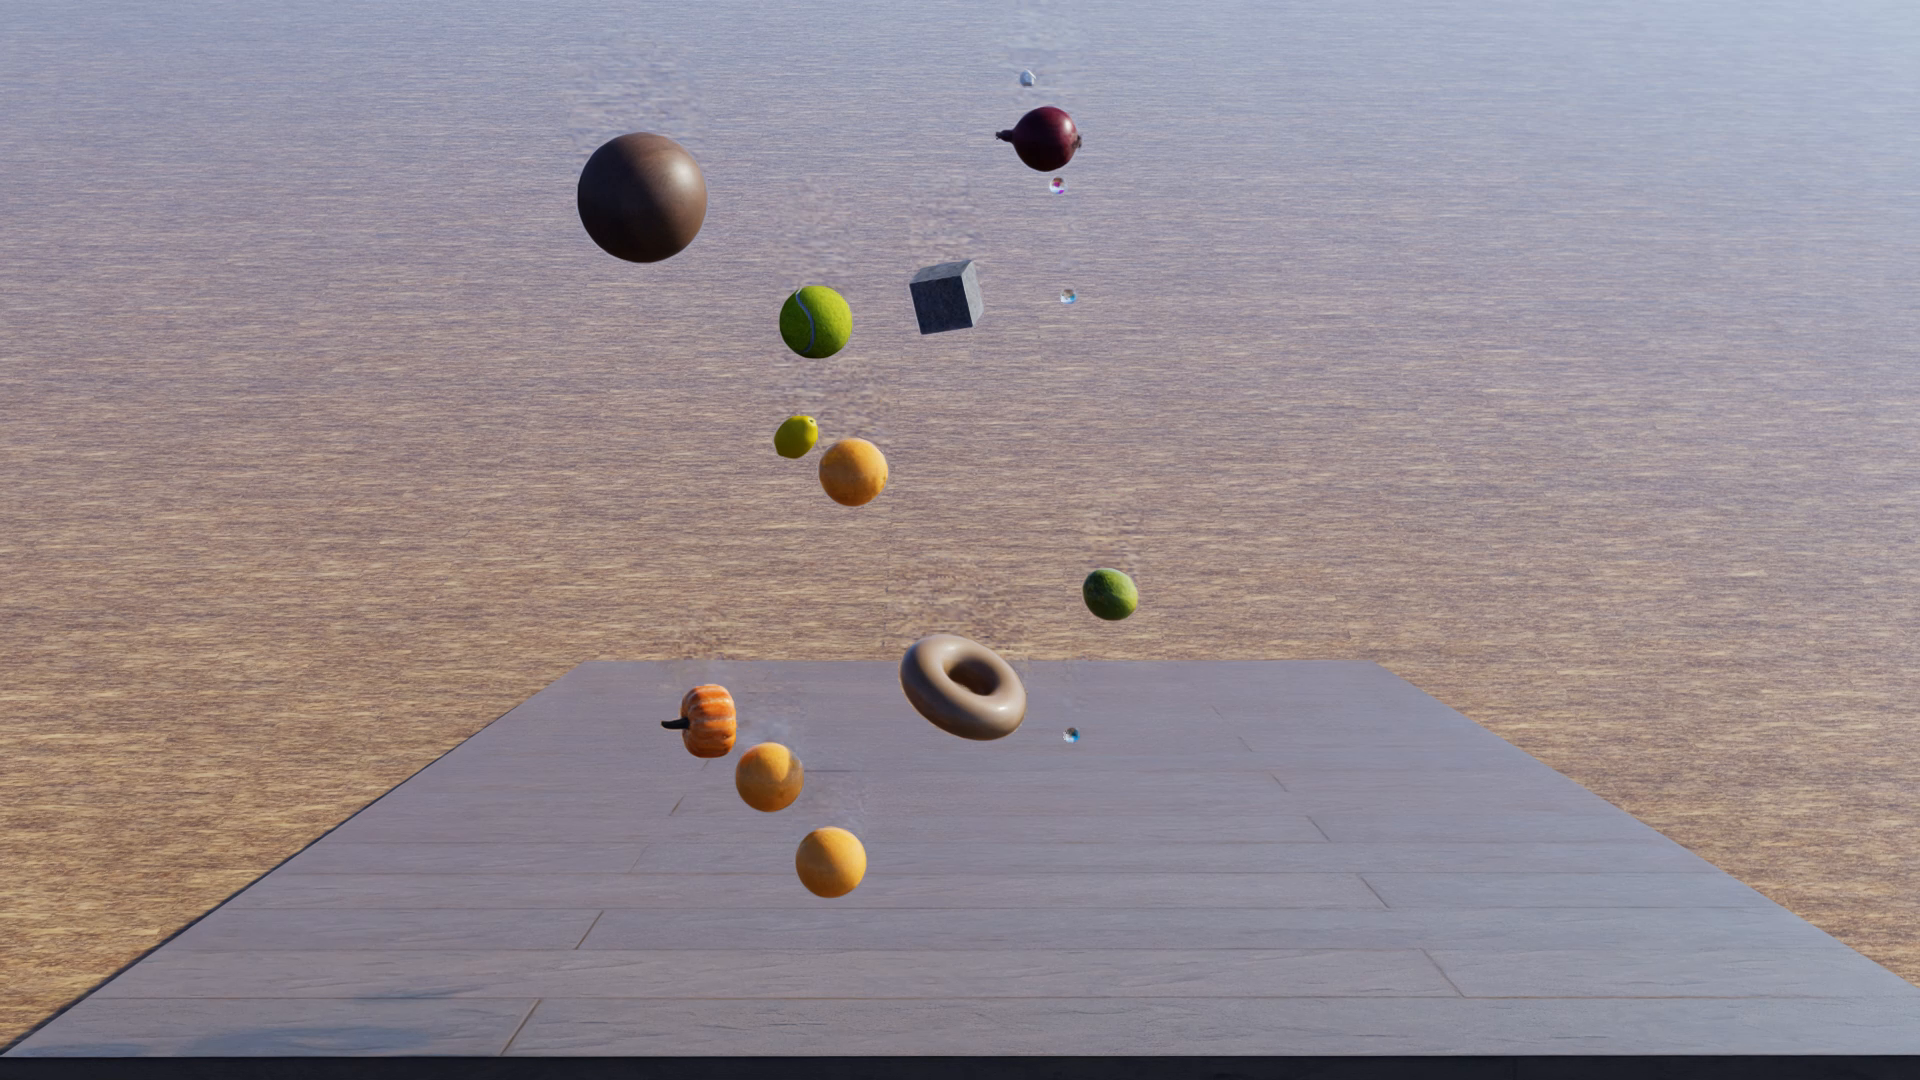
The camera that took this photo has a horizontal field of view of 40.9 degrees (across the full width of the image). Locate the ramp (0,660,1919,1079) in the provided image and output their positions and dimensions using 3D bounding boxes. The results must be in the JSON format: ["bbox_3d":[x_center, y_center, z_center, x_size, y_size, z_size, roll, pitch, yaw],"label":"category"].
[{"bbox_3d":[0.051,0.457,4.533,2.000,0.100,4.000,0,3,0],"label":"ramp"}]

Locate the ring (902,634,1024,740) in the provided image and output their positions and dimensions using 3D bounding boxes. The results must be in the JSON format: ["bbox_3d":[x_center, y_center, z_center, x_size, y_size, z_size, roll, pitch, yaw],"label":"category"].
[{"bbox_3d":[0.004,0.156,2.735,0.144,0.048,0.144,21,30,-13],"label":"ring"}]

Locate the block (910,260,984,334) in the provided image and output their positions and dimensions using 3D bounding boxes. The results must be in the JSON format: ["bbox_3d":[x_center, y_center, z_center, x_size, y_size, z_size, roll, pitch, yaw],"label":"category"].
[{"bbox_3d":[-0.014,-0.264,2.793,0.059,0.059,0.059,-7,21,16],"label":"block"}]
